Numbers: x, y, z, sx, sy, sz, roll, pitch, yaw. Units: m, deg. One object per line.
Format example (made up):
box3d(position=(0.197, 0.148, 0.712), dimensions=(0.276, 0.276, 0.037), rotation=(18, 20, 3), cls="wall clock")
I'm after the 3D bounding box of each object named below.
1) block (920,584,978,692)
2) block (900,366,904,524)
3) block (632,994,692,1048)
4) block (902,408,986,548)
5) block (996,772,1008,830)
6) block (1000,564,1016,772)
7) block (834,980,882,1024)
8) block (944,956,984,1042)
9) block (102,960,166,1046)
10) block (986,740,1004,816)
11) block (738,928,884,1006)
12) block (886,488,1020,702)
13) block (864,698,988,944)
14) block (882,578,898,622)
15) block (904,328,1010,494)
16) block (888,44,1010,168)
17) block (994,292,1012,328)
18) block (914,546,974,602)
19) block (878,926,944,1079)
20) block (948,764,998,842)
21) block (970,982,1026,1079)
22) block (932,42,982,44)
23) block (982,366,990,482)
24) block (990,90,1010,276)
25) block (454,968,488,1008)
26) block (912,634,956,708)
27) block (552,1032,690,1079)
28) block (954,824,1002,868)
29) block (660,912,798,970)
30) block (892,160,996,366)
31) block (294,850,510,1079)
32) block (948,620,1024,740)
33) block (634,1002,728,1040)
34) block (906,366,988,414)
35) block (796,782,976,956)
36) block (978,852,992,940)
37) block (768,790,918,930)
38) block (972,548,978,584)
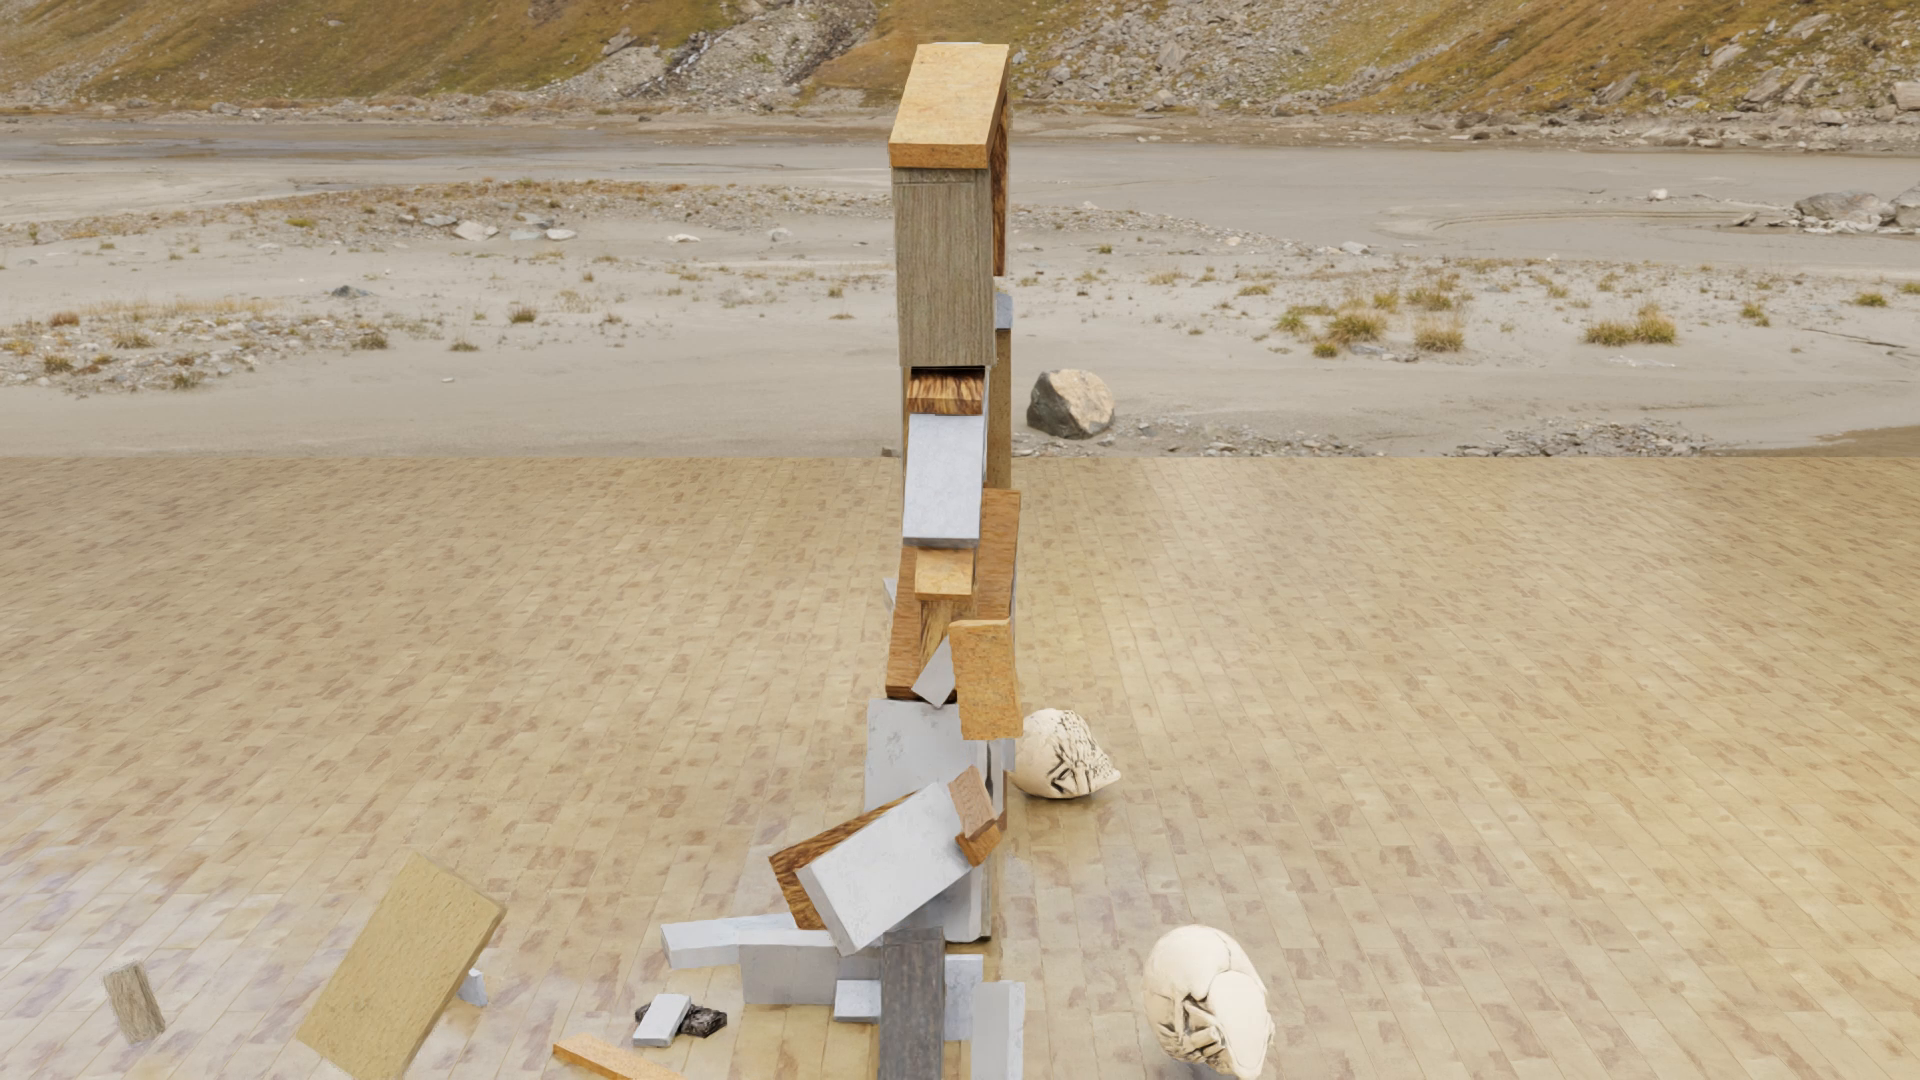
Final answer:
box3d(position=(-0.017, 0.145, 3.302), dimensions=(0.083, 0.166, 0.023), rotation=(4, 20, 4), cls="block")
box3d(position=(-0.015, -0.203, 3.825), dimensions=(0.174, 0.348, 0.049), rotation=(-1, 9, -3), cls="block")
box3d(position=(-0.419, 0.676, 3.093), dimensions=(0.050, 0.014, 0.101), rotation=(-1, 24, 14), cls="block")
box3d(position=(-0.023, -0.096, 3.269), dimensions=(0.112, 0.223, 0.032), rotation=(1, -27, 4), cls="block")
box3d(position=(-0.004, 0.351, 3.992), dimensions=(0.174, 0.347, 0.049), rotation=(-1, 2, -3), cls="block")
box3d(position=(0.002, 0.180, 3.581), dimensions=(0.177, 0.390, 0.050), rotation=(1, 9, 2), cls="block")
box3d(position=(-0.118, 0.662, 3.150), dimensions=(0.120, 0.017, 0.060), rotation=(1, 46, 4), cls="block")
box3d(position=(0.002, 0.640, 3.072), dimensions=(0.060, 0.120, 0.017), rotation=(0, 10, 0), cls="block")
box3d(position=(-1.137, 0.637, 3.029), dimensions=(0.053, 0.105, 0.015), rotation=(-21, 15, -20), cls="block")
box3d(position=(0.021, 0.350, 3.436), dimensions=(0.092, 0.184, 0.026), rotation=(25, 49, 29), cls="block")
box3d(position=(-0.202, 0.620, 3.185), dimensions=(0.227, 0.113, 0.032), rotation=(1, 31, 4), cls="block")
box3d(position=(-0.008, 0.083, 3.448), dimensions=(0.177, 0.355, 0.050), rotation=(4, -28, 4), cls="block")
box3d(position=(-0.055, 0.424, 3.345), dimensions=(0.177, 0.355, 0.050), rotation=(2, -1, 19), cls="block")
box3d(position=(-0.043, 0.128, 4.103), dimensions=(0.174, 0.049, 0.347), rotation=(-1, 11, -7), cls="block")
box3d(position=(-0.005, -0.096, 3.618), dimensions=(0.174, 0.504, 0.049), rotation=(0, 11, 0), cls="block")
box3d(position=(-0.012, -0.653, 3.296), dimensions=(0.142, 0.040, 0.283), rotation=(3, 43, 8), cls="block")
box3d(position=(-0.011, -0.385, 3.679), dimensions=(0.174, 0.049, 0.348), rotation=(-1, 8, -3), cls="block")
box3d(position=(-0.020, 0.009, 3.252), dimensions=(0.083, 0.166, 0.023), rotation=(2, -26, 3), cls="block")
box3d(position=(-0.065, 0.639, 2.967), dimensions=(0.083, 0.024, 0.285), rotation=(-7, 37, 5), cls="block")
box3d(position=(0.019, 0.384, 3.208), dimensions=(0.015, 0.052, 0.103), rotation=(31, 26, -40), cls="block")
box3d(position=(0.048, 0.653, 2.826), dimensions=(0.024, 0.167, 0.083), rotation=(11, -16, -32), cls="block")
box3d(position=(-0.010, -0.806, 3.645), dimensions=(0.080, 0.023, 0.159), rotation=(-1, 8, -4), cls="block")
box3d(position=(-0.012, -0.209, 3.366), dimensions=(0.112, 0.263, 0.032), rotation=(0, -29, 4), cls="block")
box3d(position=(0.003, -0.555, 3.417), dimensions=(0.142, 0.284, 0.040), rotation=(3, 14, 8), cls="block")
box3d(position=(-0.731, 0.647, 3.222), dimensions=(0.101, 0.050, 0.014), rotation=(9, 23, 41), cls="block")
box3d(position=(-0.024, 0.196, 3.287), dimensions=(0.052, 0.103, 0.015), rotation=(35, 20, 5), cls="block")
box3d(position=(-0.460, 0.711, 2.974), dimensions=(0.228, 0.015, 0.053), rotation=(10, 14, 42), cls="block")
box3d(position=(0.028, 0.438, 3.234), dimensions=(0.015, 0.052, 0.103), rotation=(-30, 2, 24), cls="block")
box3d(position=(-0.343, 0.621, 3.414), dimensions=(0.227, 0.032, 0.113), rotation=(-3, 11, -15), cls="block")
box3d(position=(-0.022, -0.410, 3.265), dimensions=(0.142, 0.299, 0.040), rotation=(-1, 12, 5), cls="block")
box3d(position=(-0.701, 0.543, 2.764), dimensions=(0.135, 0.271, 0.038), rotation=(31, -5, 9), cls="block")
box3d(position=(0.036, 0.194, 3.050), dimensions=(0.083, 0.167, 0.024), rotation=(-3, 15, 17), cls="block")
box3d(position=(-0.397, 0.681, 3.134), dimensions=(0.120, 0.017, 0.060), rotation=(6, 12, 29), cls="block")
box3d(position=(-0.012, -0.284, 3.353), dimensions=(0.112, 0.032, 0.223), rotation=(2, 49, 6), cls="block")
box3d(position=(-0.099, 0.468, 3.146), dimensions=(0.271, 0.135, 0.038), rotation=(-29, -1, -43), cls="block")
box3d(position=(0.003, 0.540, 3.482), dimensions=(0.092, 0.185, 0.026), rotation=(0, -24, 0), cls="block")
box3d(position=(-0.146, 0.488, 3.310), dimensions=(0.276, 0.135, 0.038), rotation=(-27, -7, 25), cls="block")
box3d(position=(-0.017, 0.038, 3.345), dimensions=(0.083, 0.166, 0.023), rotation=(5, 55, 5), cls="block")
